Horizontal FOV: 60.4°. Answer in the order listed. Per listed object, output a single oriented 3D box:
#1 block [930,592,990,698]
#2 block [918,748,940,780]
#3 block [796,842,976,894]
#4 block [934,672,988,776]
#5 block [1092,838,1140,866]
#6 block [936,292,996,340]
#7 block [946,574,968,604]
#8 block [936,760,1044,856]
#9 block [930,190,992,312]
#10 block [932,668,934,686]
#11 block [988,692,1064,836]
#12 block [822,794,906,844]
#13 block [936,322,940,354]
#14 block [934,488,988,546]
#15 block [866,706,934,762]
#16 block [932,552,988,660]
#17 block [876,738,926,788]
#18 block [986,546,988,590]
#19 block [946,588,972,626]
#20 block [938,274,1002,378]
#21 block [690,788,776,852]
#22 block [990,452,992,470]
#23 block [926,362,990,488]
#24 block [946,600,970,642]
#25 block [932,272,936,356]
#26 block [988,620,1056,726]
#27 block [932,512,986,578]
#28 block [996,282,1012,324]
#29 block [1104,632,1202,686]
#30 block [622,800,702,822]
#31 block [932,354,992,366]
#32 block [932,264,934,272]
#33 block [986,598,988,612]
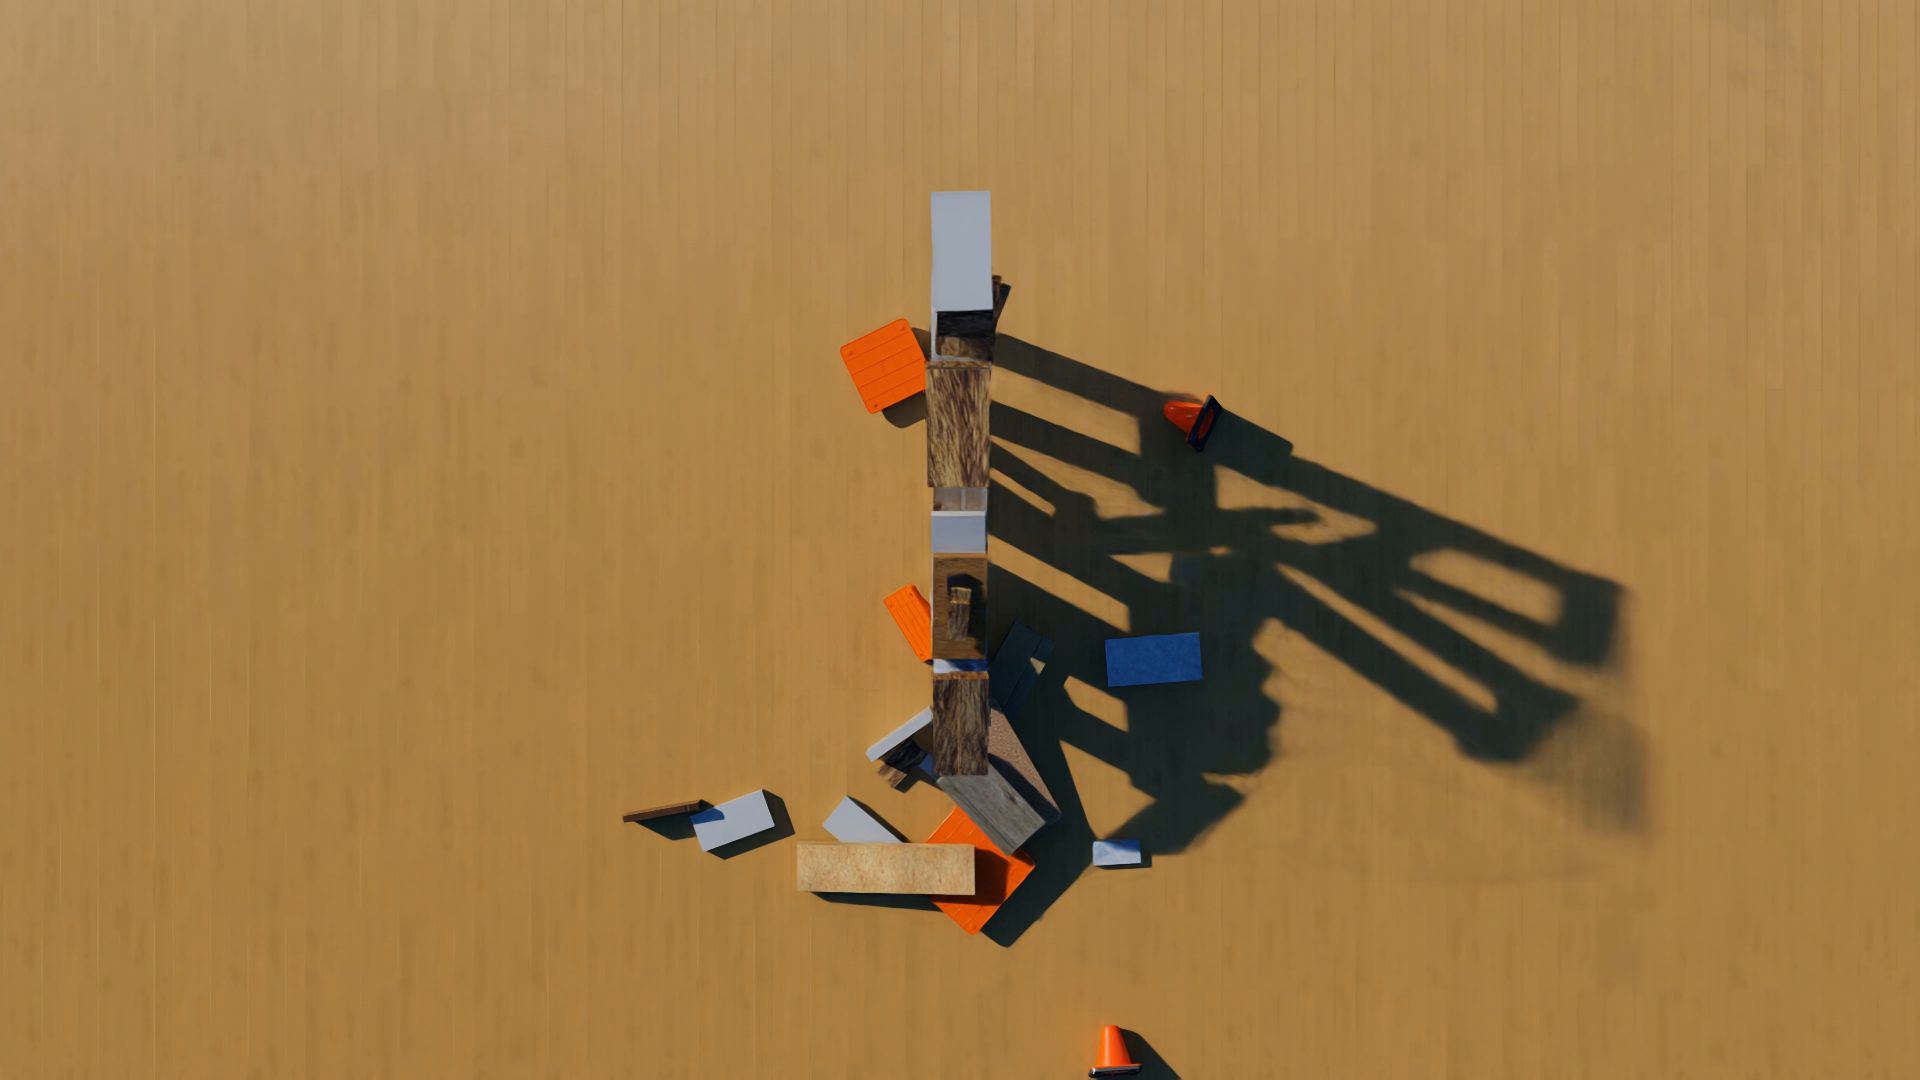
[{"bbox_3d":[-0.001,0.326,5.140,0.168,0.048,0.336,-3,90,0],"label":"block"},{"bbox_3d":[-0.058,0.715,5.489,0.078,0.022,0.157,40,90,0],"label":"block"},{"bbox_3d":[-0.243,1.080,5.431,0.589,0.044,0.156,0,95,6],"label":"block"},{"bbox_3d":[0.003,0.572,5.123,0.169,0.048,0.338,-1,113,-1],"label":"block"},{"bbox_3d":[0.521,1.038,5.489,0.157,0.022,0.078,-3,90,0],"label":"block"},{"bbox_3d":[0.015,-0.629,4.610,0.156,0.312,0.044,5,80,1],"label":"block"},{"bbox_3d":[-0.006,0.162,4.992,0.060,0.017,0.121,-3,106,1],"label":"block"},{"bbox_3d":[0.101,0.855,5.395,0.169,0.048,0.338,-43,95,-1],"label":"block"},{"bbox_3d":[0.005,-0.772,4.409,0.156,0.044,0.312,-2,98,1],"label":"block"},{"bbox_3d":[-0.002,0.428,5.332,0.168,0.336,0.048,-3,91,0],"label":"block"},{"bbox_3d":[0.138,0.729,5.442,0.169,0.048,0.531,-30,97,0],"label":"block"},{"bbox_3d":[-0.319,0.979,5.482,0.253,0.036,0.126,40,90,0],"label":"block"},{"bbox_3d":[0.008,-0.455,5.084,0.161,0.046,0.512,0,132,0],"label":"block"},{"bbox_3d":[0.002,-0.146,5.040,0.163,0.046,0.327,0,104,0],"label":"block"},{"bbox_3d":[-0.193,0.637,5.437,0.253,0.126,0.036,-35,90,0],"label":"block"},{"bbox_3d":[-0.001,0.203,5.036,0.163,0.046,0.327,1,106,0],"label":"block"},{"bbox_3d":[-0.196,0.742,5.489,0.080,0.023,0.159,45,90,0],"label":"block"},{"bbox_3d":[0.002,-0.013,5.138,0.168,0.048,0.337,0,90,0],"label":"block"},{"bbox_3d":[-0.004,0.205,4.985,0.060,0.017,0.121,7,109,-2],"label":"block"},{"bbox_3d":[0.025,-0.622,4.805,0.161,0.046,0.321,6,124,1],"label":"block"},{"bbox_3d":[-0.754,0.932,5.482,0.253,0.036,0.126,-20,90,0],"label":"block"},{"bbox_3d":[0.002,-0.291,4.788,0.171,0.433,0.048,-1,109,0],"label":"block"},{"bbox_3d":[-0.005,-0.316,4.522,0.171,0.048,0.342,0,109,2],"label":"block"},{"bbox_3d":[-0.005,0.245,4.981,0.060,0.017,0.121,6,109,-2],"label":"block"},{"bbox_3d":[0.000,-0.654,5.120,0.177,0.050,0.354,0,90,0],"label":"block"},{"bbox_3d":[0.176,0.441,5.478,0.156,0.044,0.312,29,90,0],"label":"block"},{"bbox_3d":[-0.004,0.077,5.049,0.163,0.046,0.328,0,106,1],"label":"block"},{"bbox_3d":[0.050,-0.714,4.932,0.161,0.321,0.046,22,78,-1],"label":"block"},{"bbox_3d":[0.641,0.396,5.478,0.312,0.044,0.156,-4,90,0],"label":"block"},{"bbox_3d":[-0.984,0.897,5.461,0.251,0.078,0.022,-10,90,0],"label":"block"},{"bbox_3d":[-0.001,-0.472,4.677,0.171,0.342,0.048,7,104,0],"label":"block"},{"bbox_3d":[0.000,-0.823,4.757,0.156,0.679,0.044,2,80,0],"label":"block"},{"bbox_3d":[0.001,0.204,5.332,0.168,0.336,0.048,0,90,0],"label":"block"}]
